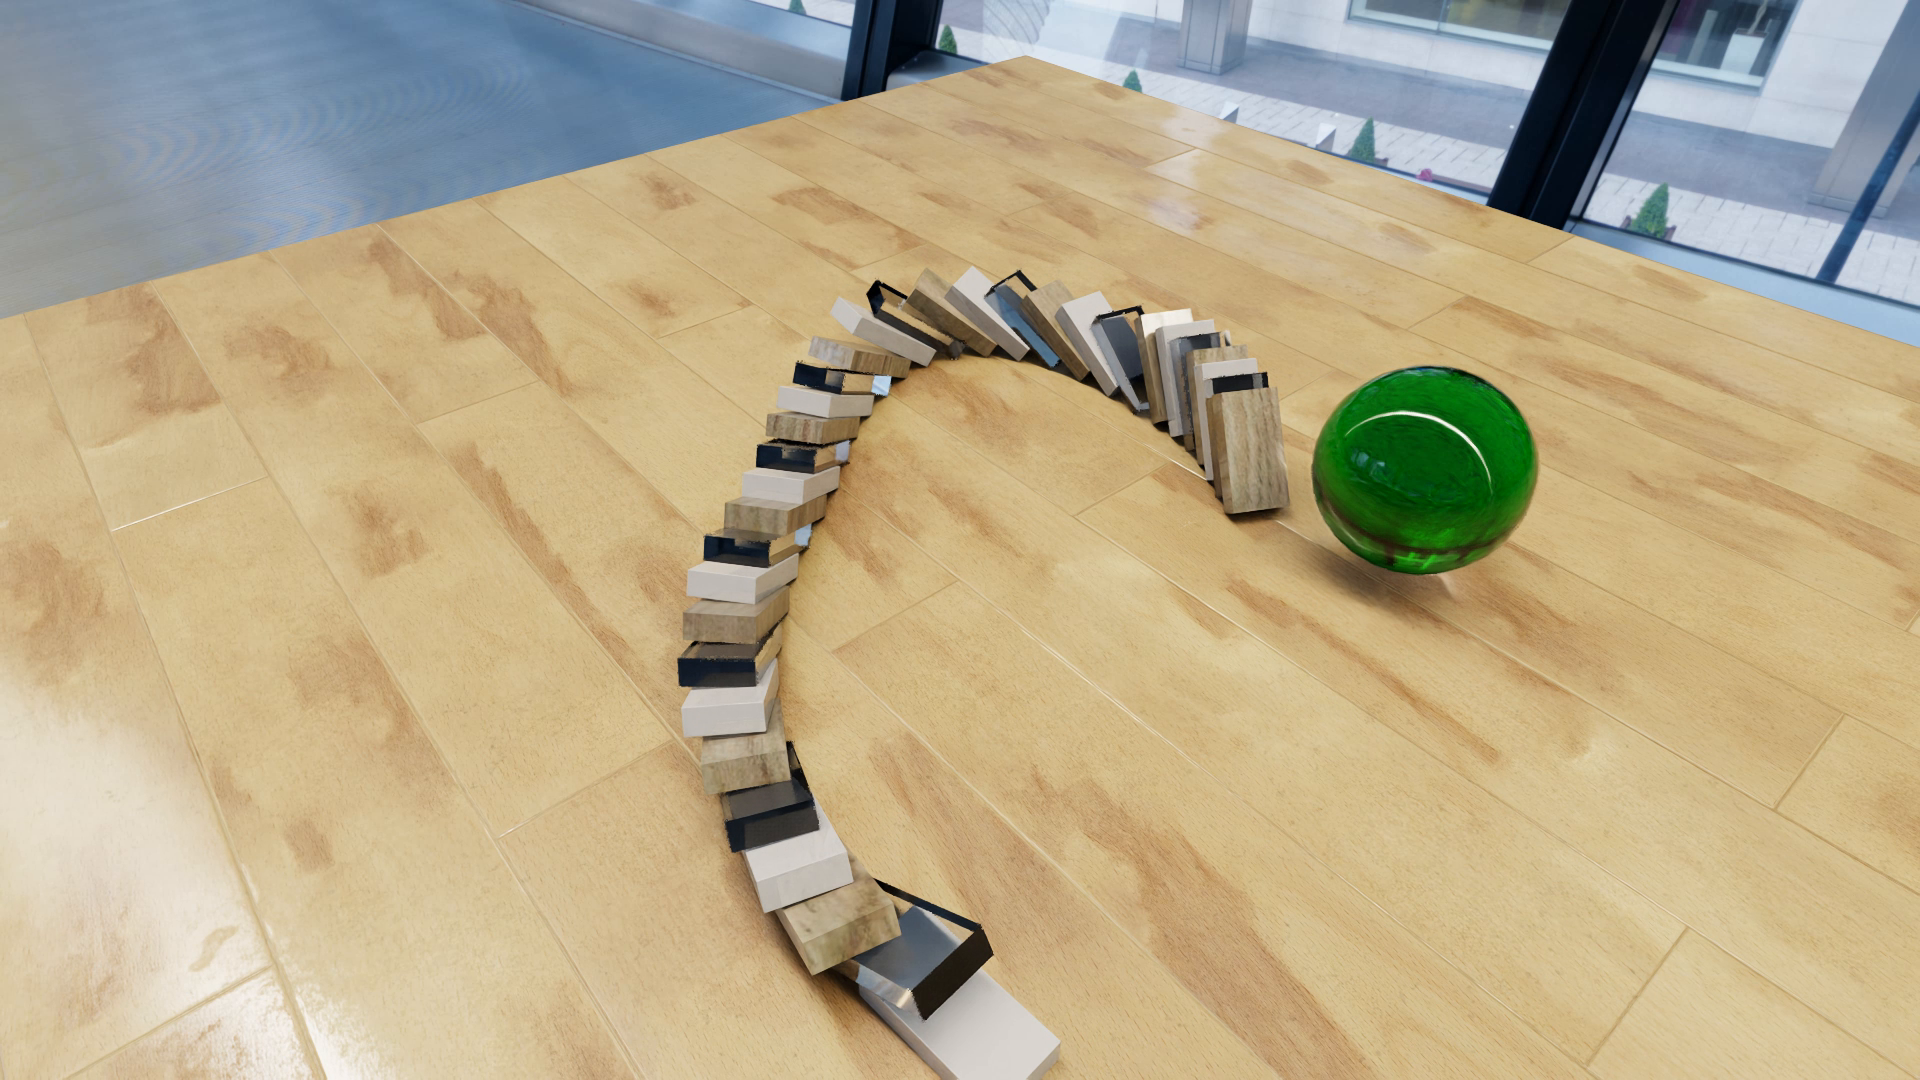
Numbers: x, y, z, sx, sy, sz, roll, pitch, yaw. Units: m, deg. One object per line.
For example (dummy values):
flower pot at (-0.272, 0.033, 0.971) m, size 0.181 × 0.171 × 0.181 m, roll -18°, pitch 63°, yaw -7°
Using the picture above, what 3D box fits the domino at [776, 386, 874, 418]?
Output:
domino at (-0.061, -0.063, 0.502) m, size 0.025 × 0.009 × 0.050 m, roll 13°, pitch 11°, yaw 15°

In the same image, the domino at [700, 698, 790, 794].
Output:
domino at (-0.068, 0.064, 0.347) m, size 0.025 × 0.009 × 0.050 m, roll -8°, pitch 11°, yaw -10°

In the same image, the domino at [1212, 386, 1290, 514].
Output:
domino at (0.122, -0.038, 0.461) m, size 0.025 × 0.050 × 0.009 m, roll -7°, pitch 3°, yaw -9°

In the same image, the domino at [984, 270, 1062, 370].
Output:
domino at (0.038, -0.113, 0.561) m, size 0.050 × 0.010 × 0.025 m, roll 47°, pitch 51°, yaw 4°

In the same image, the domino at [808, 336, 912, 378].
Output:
domino at (-0.048, -0.088, 0.532) m, size 0.025 × 0.010 × 0.050 m, roll 23°, pitch 14°, yaw 26°

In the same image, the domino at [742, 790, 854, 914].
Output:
domino at (-0.050, 0.088, 0.318) m, size 0.025 × 0.009 × 0.050 m, roll -15°, pitch 13°, yaw -17°

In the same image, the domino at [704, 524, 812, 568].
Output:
domino at (-0.077, 0.000, 0.425) m, size 0.025 × 0.010 × 0.050 m, roll 7°, pitch 10°, yaw 9°

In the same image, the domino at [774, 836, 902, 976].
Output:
domino at (-0.037, 0.099, 0.305) m, size 0.025 × 0.009 × 0.050 m, roll -18°, pitch 14°, yaw -21°

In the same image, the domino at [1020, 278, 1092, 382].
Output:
domino at (0.055, -0.106, 0.553) m, size 0.025 × 0.009 × 0.050 m, roll -32°, pitch 81°, yaw -34°

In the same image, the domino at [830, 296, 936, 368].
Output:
domino at (-0.038, -0.103, 0.548) m, size 0.050 × 0.009 × 0.025 m, roll 16°, pitch 22°, yaw -44°

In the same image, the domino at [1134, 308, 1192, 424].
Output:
domino at (0.099, -0.081, 0.515) m, size 0.025 × 0.050 × 0.009 m, roll -10°, pitch -1°, yaw -12°

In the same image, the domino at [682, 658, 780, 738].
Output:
domino at (-0.075, 0.051, 0.362) m, size 0.025 × 0.010 × 0.050 m, roll -4°, pitch 10°, yaw -4°

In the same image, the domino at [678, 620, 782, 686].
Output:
domino at (-0.078, 0.038, 0.378) m, size 0.025 × 0.009 × 0.050 m, roll 0°, pitch 10°, yaw 0°

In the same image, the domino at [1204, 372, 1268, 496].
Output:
domino at (0.120, -0.045, 0.470) m, size 0.025 × 0.050 × 0.009 m, roll -7°, pitch 3°, yaw -9°

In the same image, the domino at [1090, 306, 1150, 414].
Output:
domino at (0.085, -0.088, 0.531) m, size 0.025 × 0.010 × 0.050 m, roll -17°, pitch 73°, yaw -20°

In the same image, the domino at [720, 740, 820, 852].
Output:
domino at (-0.059, 0.076, 0.332) m, size 0.025 × 0.010 × 0.050 m, roll -12°, pitch 12°, yaw -14°

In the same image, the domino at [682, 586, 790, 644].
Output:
domino at (-0.079, 0.026, 0.394) m, size 0.025 × 0.010 × 0.050 m, roll 3°, pitch 10°, yaw 4°

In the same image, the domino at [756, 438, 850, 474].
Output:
domino at (-0.066, -0.037, 0.471) m, size 0.025 × 0.010 × 0.050 m, roll 7°, pitch 12°, yaw 9°

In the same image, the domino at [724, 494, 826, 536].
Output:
domino at (-0.073, -0.012, 0.440) m, size 0.025 × 0.010 × 0.050 m, roll 7°, pitch 11°, yaw 9°

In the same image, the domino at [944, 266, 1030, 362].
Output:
domino at (0.018, -0.117, 0.565) m, size 0.050 × 0.009 × 0.025 m, roll 40°, pitch 44°, yaw -4°

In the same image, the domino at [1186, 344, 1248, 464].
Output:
domino at (0.116, -0.060, 0.488) m, size 0.025 × 0.050 × 0.010 m, roll -8°, pitch 3°, yaw -9°

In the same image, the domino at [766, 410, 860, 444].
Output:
domino at (-0.064, -0.050, 0.487) m, size 0.025 × 0.010 × 0.050 m, roll 9°, pitch 11°, yaw 11°

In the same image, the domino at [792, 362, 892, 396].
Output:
domino at (-0.055, -0.075, 0.517) m, size 0.025 × 0.010 × 0.050 m, roll 16°, pitch 12°, yaw 19°

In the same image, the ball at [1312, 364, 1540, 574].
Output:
ball at (0.176, -0.027, 0.420) m, size 0.080 × 0.080 × 0.080 m, roll 0°, pitch 39°, yaw 0°

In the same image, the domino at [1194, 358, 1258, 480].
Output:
domino at (0.118, -0.052, 0.479) m, size 0.025 × 0.050 × 0.009 m, roll -8°, pitch 3°, yaw -9°

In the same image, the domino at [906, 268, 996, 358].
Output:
domino at (-0.002, -0.117, 0.566) m, size 0.050 × 0.009 × 0.025 m, roll 33°, pitch 38°, yaw -13°

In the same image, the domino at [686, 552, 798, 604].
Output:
domino at (-0.080, 0.012, 0.410) m, size 0.025 × 0.010 × 0.050 m, roll 7°, pitch 10°, yaw 8°

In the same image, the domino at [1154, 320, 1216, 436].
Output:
domino at (0.107, -0.074, 0.506) m, size 0.025 × 0.050 × 0.009 m, roll -10°, pitch 3°, yaw -12°

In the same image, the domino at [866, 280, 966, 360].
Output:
domino at (-0.022, -0.112, 0.558) m, size 0.050 × 0.010 × 0.025 m, roll 23°, pitch 29°, yaw -30°

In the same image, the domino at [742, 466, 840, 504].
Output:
domino at (-0.069, -0.025, 0.456) m, size 0.025 × 0.009 × 0.050 m, roll 7°, pitch 11°, yaw 9°

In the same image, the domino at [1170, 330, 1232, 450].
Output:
domino at (0.112, -0.067, 0.497) m, size 0.025 × 0.050 × 0.009 m, roll -10°, pitch 3°, yaw -12°

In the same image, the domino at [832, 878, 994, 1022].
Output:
domino at (-0.017, 0.107, 0.293) m, size 0.025 × 0.010 × 0.050 m, roll -33°, pitch 20°, yaw -34°

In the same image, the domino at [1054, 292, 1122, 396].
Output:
domino at (0.071, -0.097, 0.543) m, size 0.025 × 0.010 × 0.050 m, roll -25°, pitch 77°, yaw -27°

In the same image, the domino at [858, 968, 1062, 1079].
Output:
domino at (-0.001, 0.126, 0.290) m, size 0.050 × 0.009 × 0.025 m, roll 32°, pitch 49°, yaw 33°
